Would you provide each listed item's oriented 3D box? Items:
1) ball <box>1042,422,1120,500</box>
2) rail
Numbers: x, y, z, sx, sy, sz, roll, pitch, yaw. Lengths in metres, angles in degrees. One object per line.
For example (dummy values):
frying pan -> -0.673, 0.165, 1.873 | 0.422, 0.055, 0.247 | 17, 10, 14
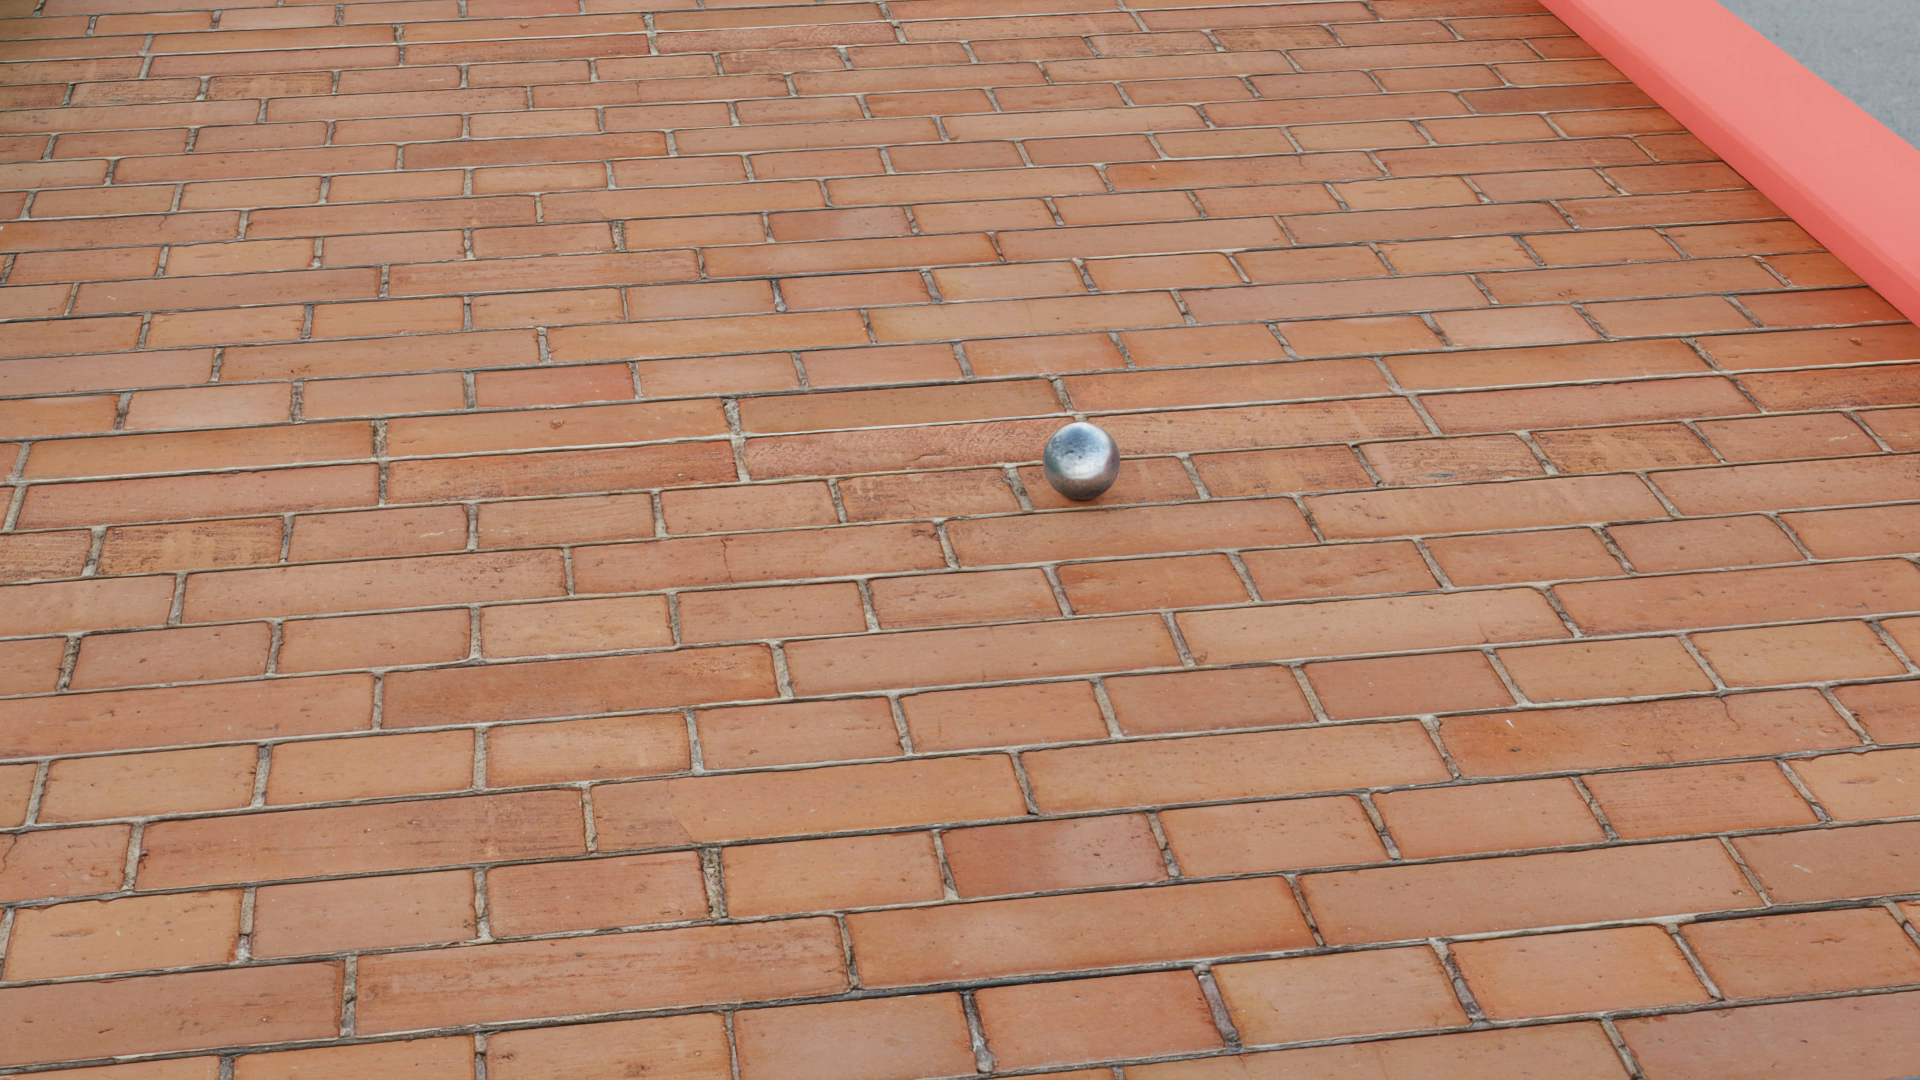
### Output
ball -> 0.083, -0.054, 2.020 | 0.054, 0.054, 0.054 | 0, 27, 0
rail -> 0.663, -0.416, 2.656 | 0.045, 0.128, 3.004 | -4, 27, -8
